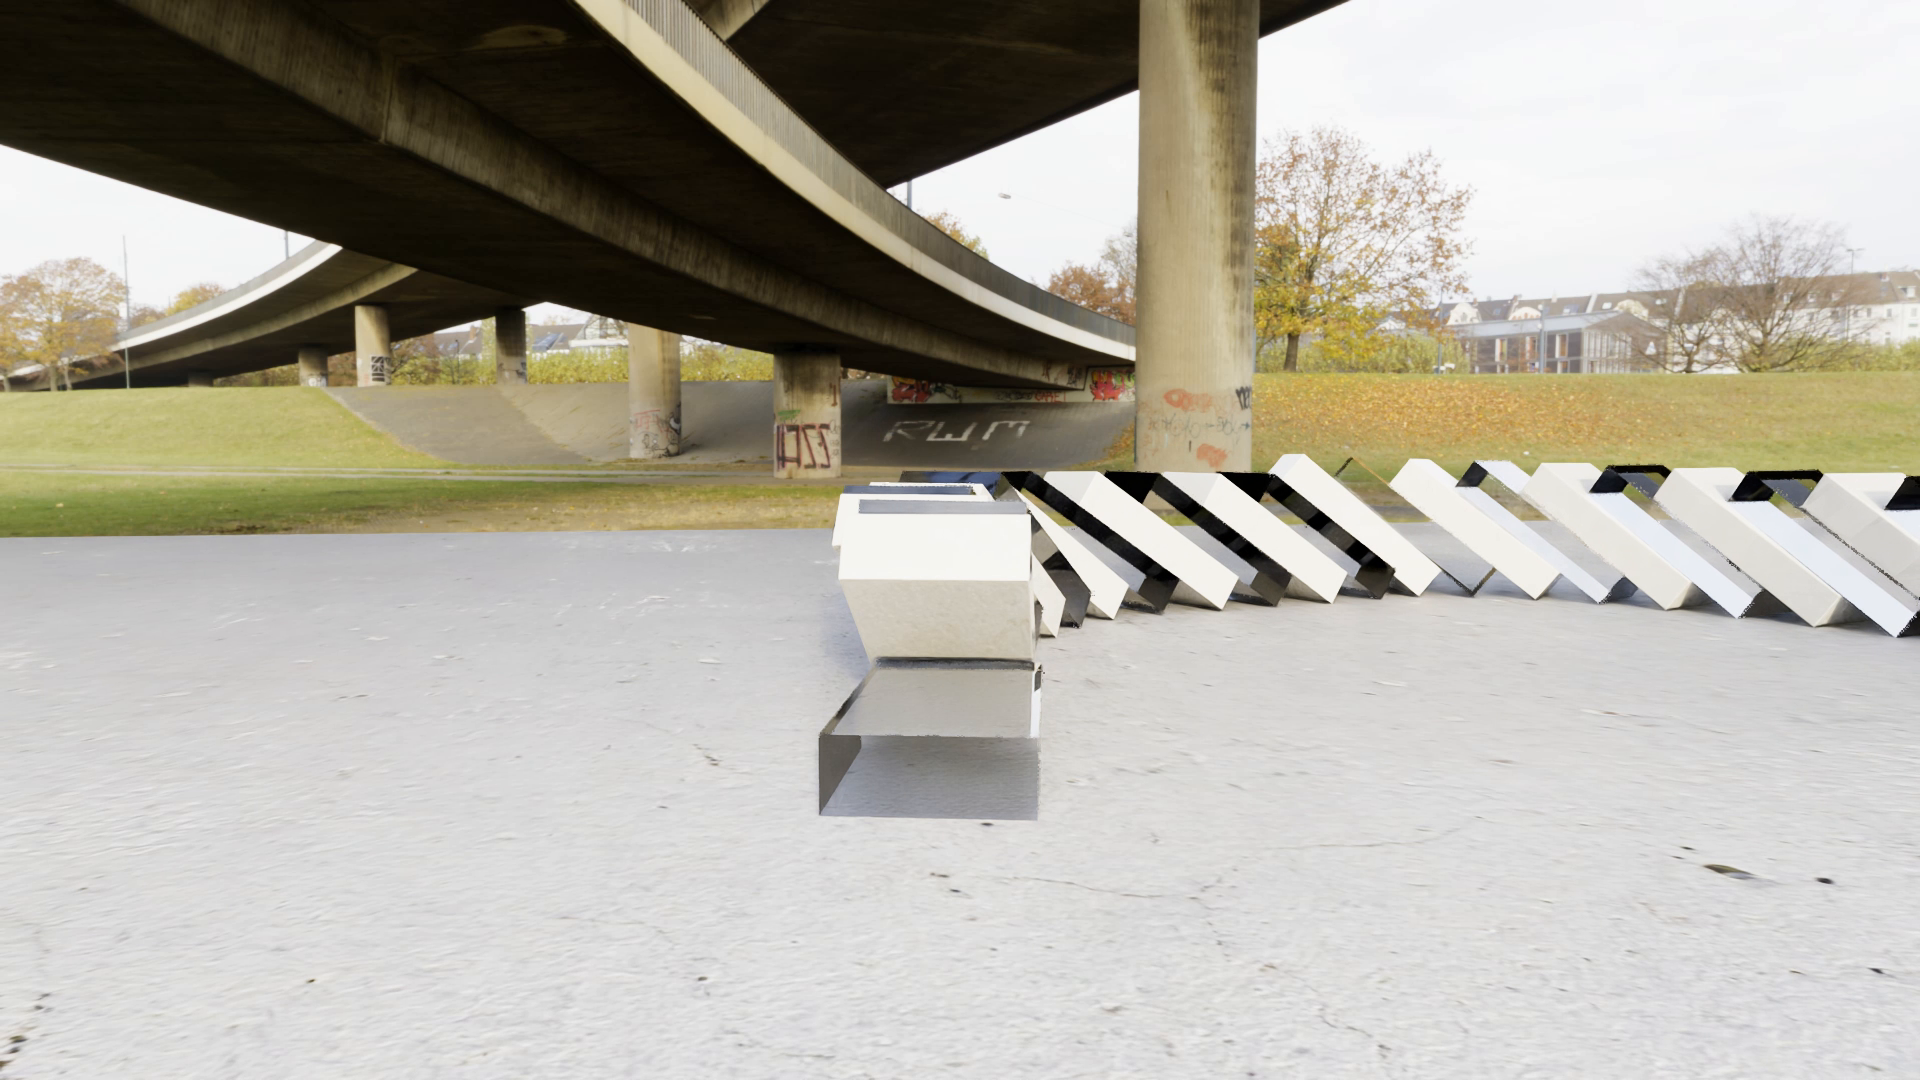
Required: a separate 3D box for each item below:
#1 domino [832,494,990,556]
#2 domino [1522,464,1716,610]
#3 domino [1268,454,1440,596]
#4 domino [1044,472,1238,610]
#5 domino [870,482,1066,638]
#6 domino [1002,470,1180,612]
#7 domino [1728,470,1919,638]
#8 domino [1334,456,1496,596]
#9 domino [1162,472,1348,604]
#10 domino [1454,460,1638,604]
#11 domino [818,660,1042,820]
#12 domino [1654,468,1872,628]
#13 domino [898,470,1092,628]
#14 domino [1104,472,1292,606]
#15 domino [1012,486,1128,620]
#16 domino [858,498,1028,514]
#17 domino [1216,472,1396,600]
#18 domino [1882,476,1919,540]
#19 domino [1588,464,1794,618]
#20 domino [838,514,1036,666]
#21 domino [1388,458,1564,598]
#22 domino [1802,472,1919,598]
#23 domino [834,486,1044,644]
[{"bbox_3d":[-0.004,0.008,0.231,0.025,0.010,0.050,1,-27,13],"label":"domino"},{"bbox_3d":[0.180,-0.002,0.347,0.025,0.010,0.050,-2,41,-35],"label":"domino"},{"bbox_3d":[0.111,-0.005,0.368,0.050,0.009,0.025,40,4,-1],"label":"domino"},{"bbox_3d":[0.045,0.000,0.329,0.050,0.010,0.025,34,-12,-23],"label":"domino"},{"bbox_3d":[0.002,0.005,0.269,0.025,0.010,0.050,2,-28,27],"label":"domino"},{"bbox_3d":[0.028,0.000,0.321,0.050,0.010,0.025,34,-13,-23],"label":"domino"},{"bbox_3d":[0.211,0.002,0.302,0.025,0.010,0.050,-2,39,-22],"label":"domino"},{"bbox_3d":[0.131,-0.005,0.371,0.050,0.010,0.025,41,15,14],"label":"domino"},{"bbox_3d":[0.077,-0.001,0.344,0.050,0.009,0.025,34,-10,-23],"label":"domino"},{"bbox_3d":[0.166,-0.003,0.359,0.025,0.010,0.050,-3,41,-45],"label":"domino"},{"bbox_3d":[-0.002,0.025,0.170,0.025,0.010,0.050,0,4,4],"label":"domino"},{"bbox_3d":[0.201,0.001,0.318,0.025,0.009,0.050,-2,39,-27],"label":"domino"},{"bbox_3d":[0.008,0.003,0.287,0.025,0.010,0.050,3,-30,33],"label":"domino"},{"bbox_3d":[0.061,0.000,0.337,0.050,0.009,0.025,34,-11,-23],"label":"domino"},{"bbox_3d":[0.015,0.001,0.307,0.050,0.009,0.025,38,-20,-33],"label":"domino"},{"bbox_3d":[-0.001,0.010,0.211,0.025,0.010,0.050,1,-27,4],"label":"domino"},{"bbox_3d":[0.093,-0.001,0.353,0.050,0.009,0.025,34,-10,-23],"label":"domino"},{"bbox_3d":[0.225,0.005,0.269,0.025,0.010,0.050,-1,38,-15],"label":"domino"},{"bbox_3d":[0.192,-0.001,0.333,0.025,0.010,0.050,-2,40,-30],"label":"domino"},{"bbox_3d":[-0.002,0.012,0.192,0.025,0.010,0.050,0,-26,4],"label":"domino"},{"bbox_3d":[0.149,-0.004,0.367,0.050,0.010,0.025,44,24,23],"label":"domino"},{"bbox_3d":[0.218,0.003,0.286,0.025,0.009,0.050,-1,38,-18],"label":"domino"},{"bbox_3d":[-0.003,0.006,0.251,0.025,0.009,0.050,1,-28,21],"label":"domino"}]
